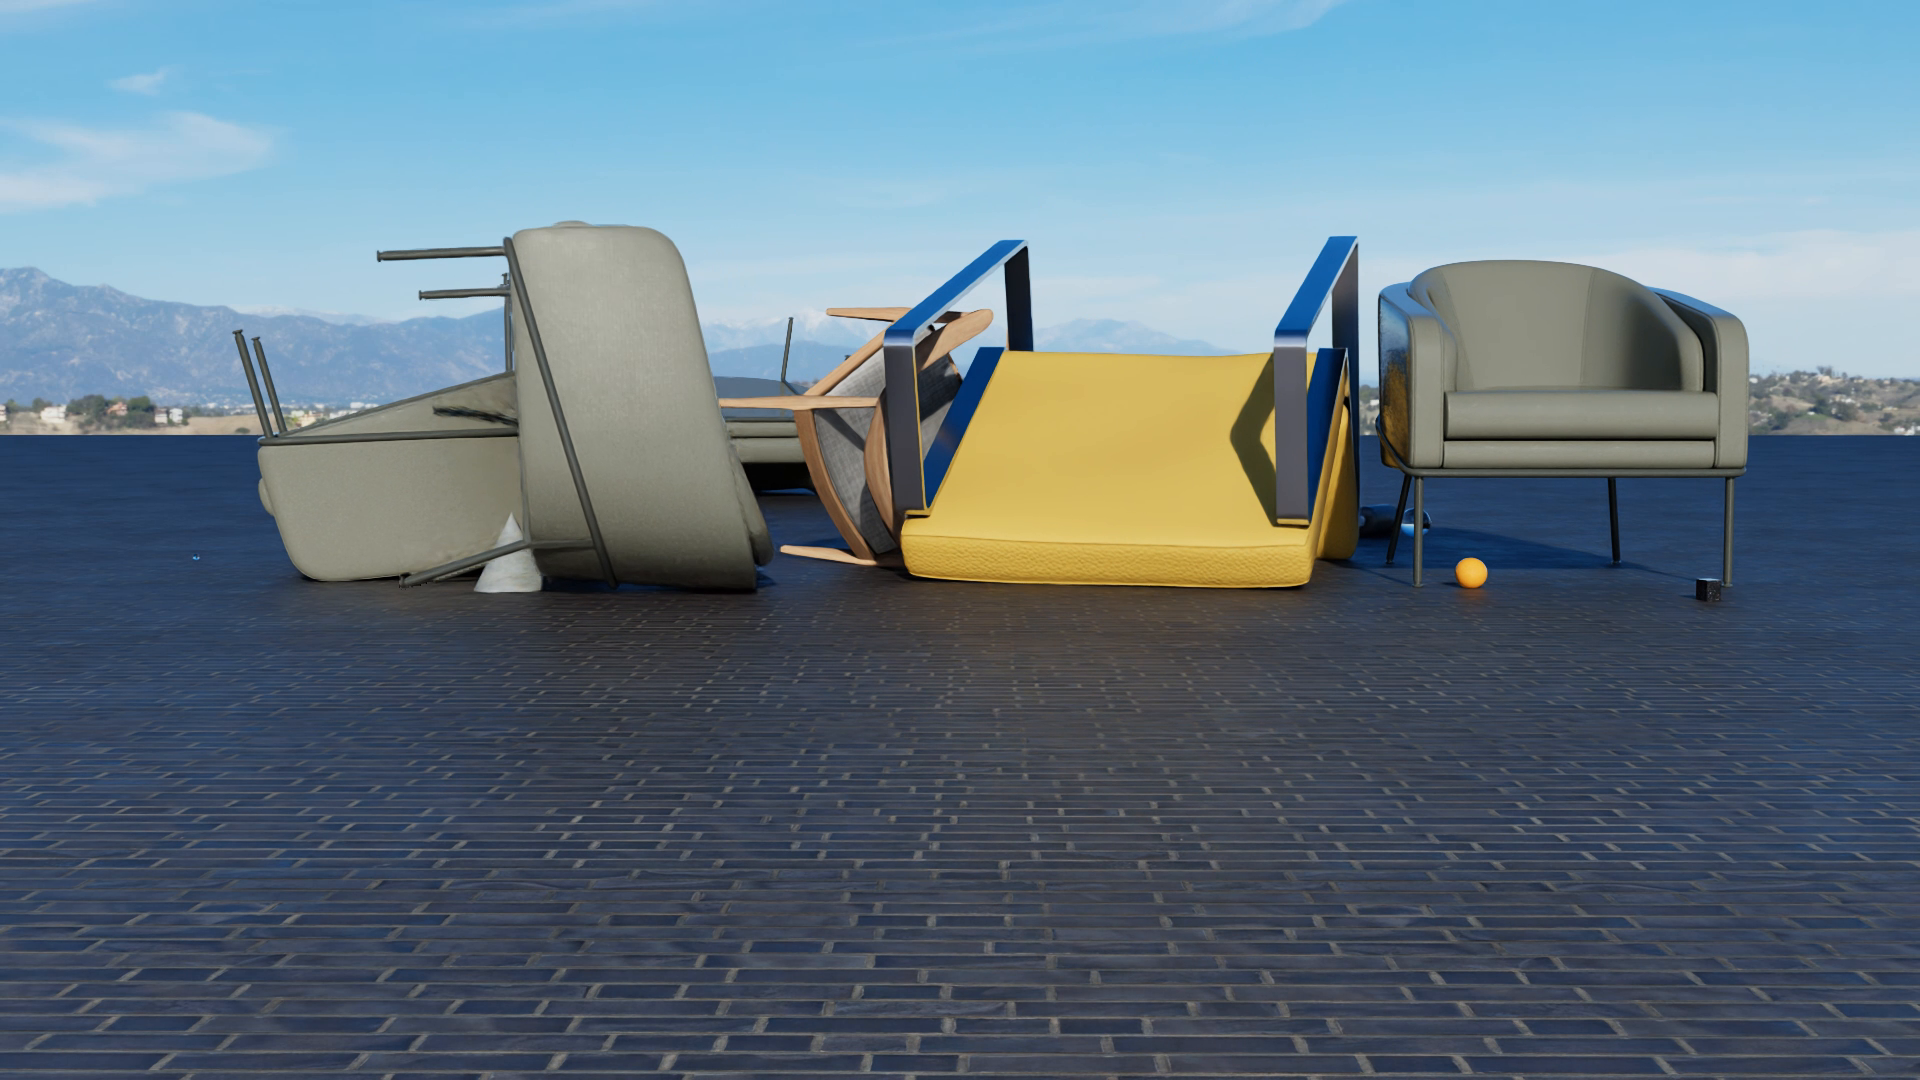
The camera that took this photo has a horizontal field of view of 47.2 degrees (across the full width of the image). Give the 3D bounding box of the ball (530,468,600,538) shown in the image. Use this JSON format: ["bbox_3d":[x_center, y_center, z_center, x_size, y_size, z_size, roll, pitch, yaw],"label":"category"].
[{"bbox_3d":[-1.198,-0.115,6.671,0.211,0.211,0.211,0,4,0],"label":"ball"}]

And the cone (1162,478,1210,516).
[{"bbox_3d":[0.777,-0.118,7.751,0.151,0.159,0.147,-28,16,18],"label":"cone"}]

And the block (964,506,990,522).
[{"bbox_3d":[0.056,-0.086,7.417,0.084,0.053,0.059,0,4,4],"label":"block"}]

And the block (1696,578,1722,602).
[{"bbox_3d":[1.592,0.106,4.678,0.035,0.044,0.037,-1,4,-17],"label":"block"}]

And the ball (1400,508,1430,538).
[{"bbox_3d":[1.371,-0.051,6.625,0.092,0.092,0.092,0,4,0],"label":"ball"}]

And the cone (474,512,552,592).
[{"bbox_3d":[-1.005,0.023,4.938,0.162,0.174,0.180,3,5,38],"label":"cone"}]

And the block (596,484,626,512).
[{"bbox_3d":[-1.297,-0.157,8.123,0.089,0.097,0.114,-3,5,-35],"label":"block"}]
